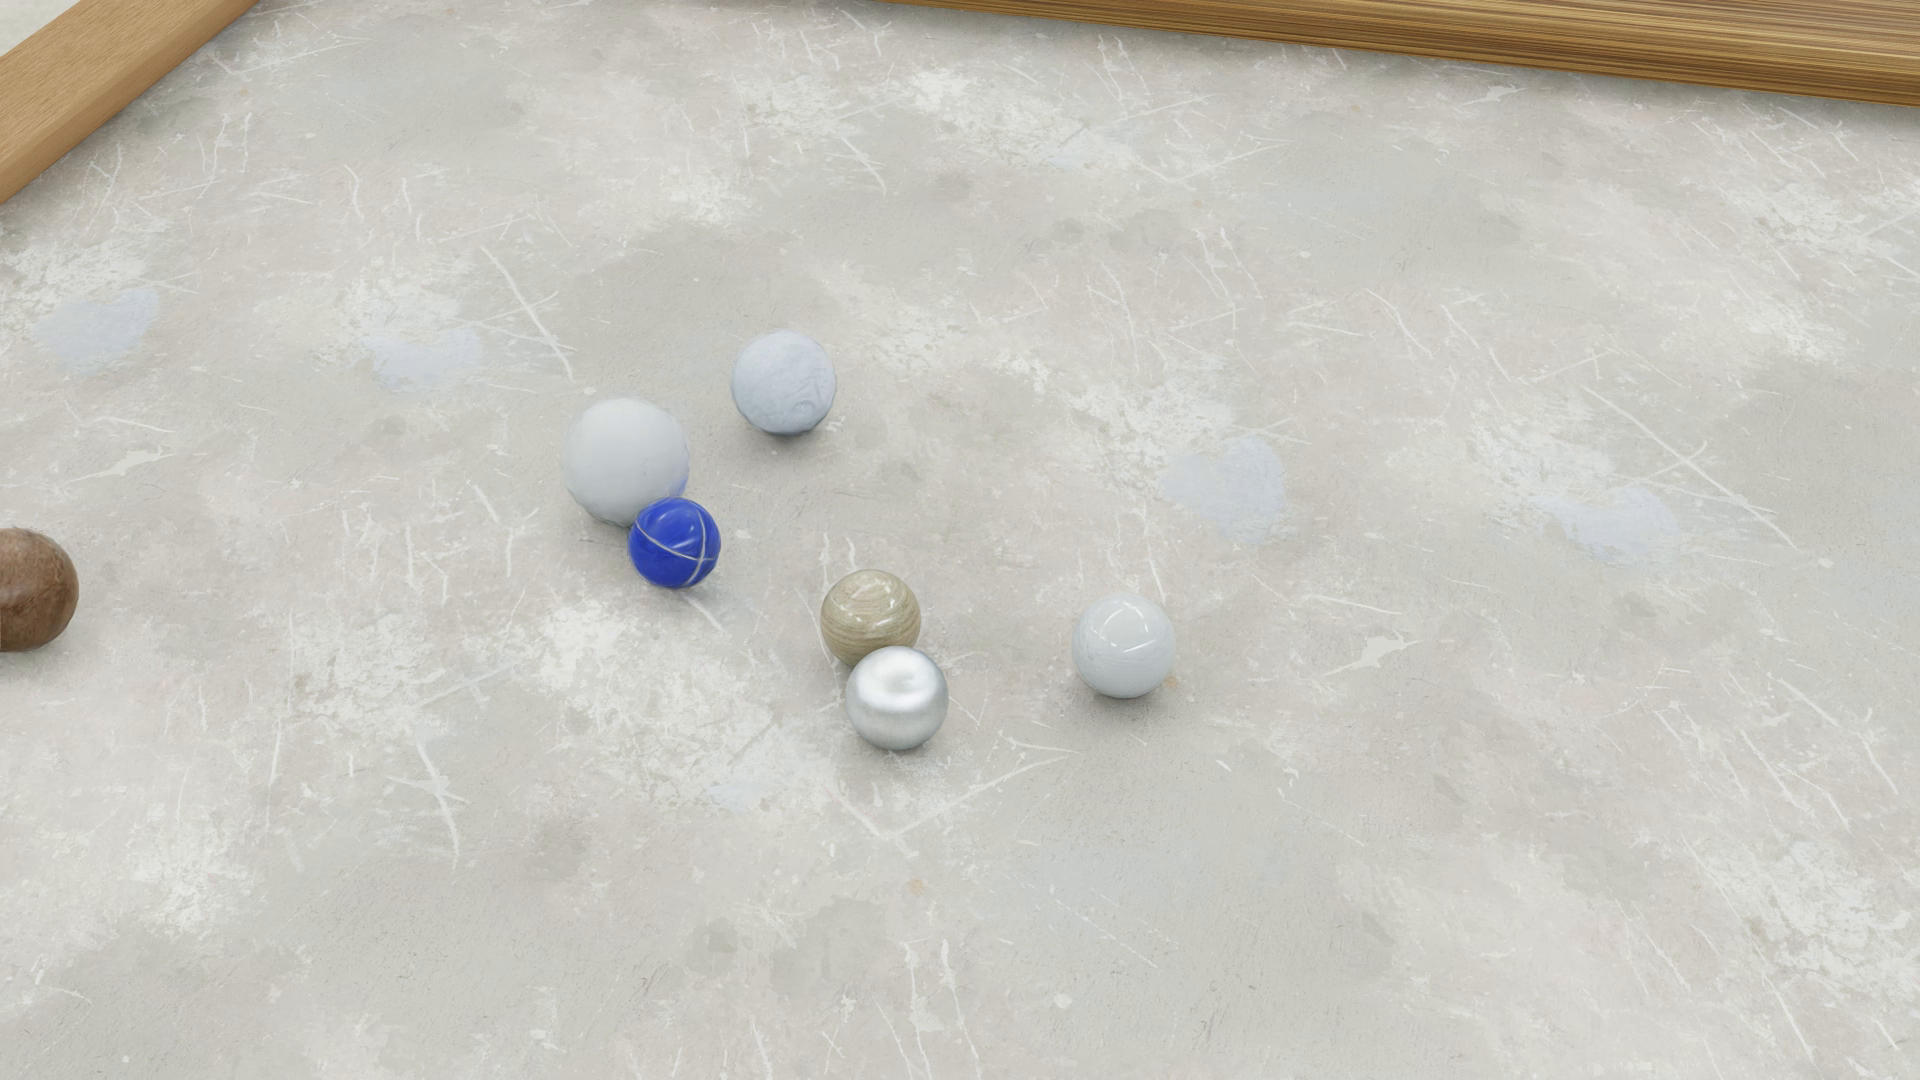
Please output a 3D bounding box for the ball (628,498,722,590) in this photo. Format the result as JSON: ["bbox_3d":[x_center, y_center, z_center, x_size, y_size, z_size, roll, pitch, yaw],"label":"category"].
[{"bbox_3d":[-0.212,0.002,1.904,0.068,0.068,0.068,0,34,0],"label":"ball"}]

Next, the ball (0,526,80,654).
[{"bbox_3d":[-0.678,0.036,1.836,0.090,0.090,0.090,0,34,0],"label":"ball"}]

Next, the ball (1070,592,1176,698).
[{"bbox_3d":[0.114,0.074,1.794,0.074,0.074,0.074,0,34,0],"label":"ball"}]

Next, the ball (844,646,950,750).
[{"bbox_3d":[-0.043,0.107,1.747,0.071,0.071,0.071,0,34,0],"label":"ball"}]

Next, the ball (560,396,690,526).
[{"bbox_3d":[-0.256,-0.060,1.970,0.099,0.099,0.099,0,34,0],"label":"ball"}]

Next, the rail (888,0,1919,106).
[{"bbox_3d":[1.276,-0.440,2.503,4.177,0.128,0.045,8,35,12],"label":"rail"}]

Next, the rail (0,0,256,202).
[{"bbox_3d":[-0.987,-0.167,2.099,0.045,0.128,2.140,8,35,12],"label":"rail"}]

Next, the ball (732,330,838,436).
[{"bbox_3d":[-0.143,-0.127,2.080,0.086,0.086,0.086,0,34,0],"label":"ball"}]

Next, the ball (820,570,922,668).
[{"bbox_3d":[-0.063,0.057,1.821,0.072,0.072,0.072,0,34,0],"label":"ball"}]
